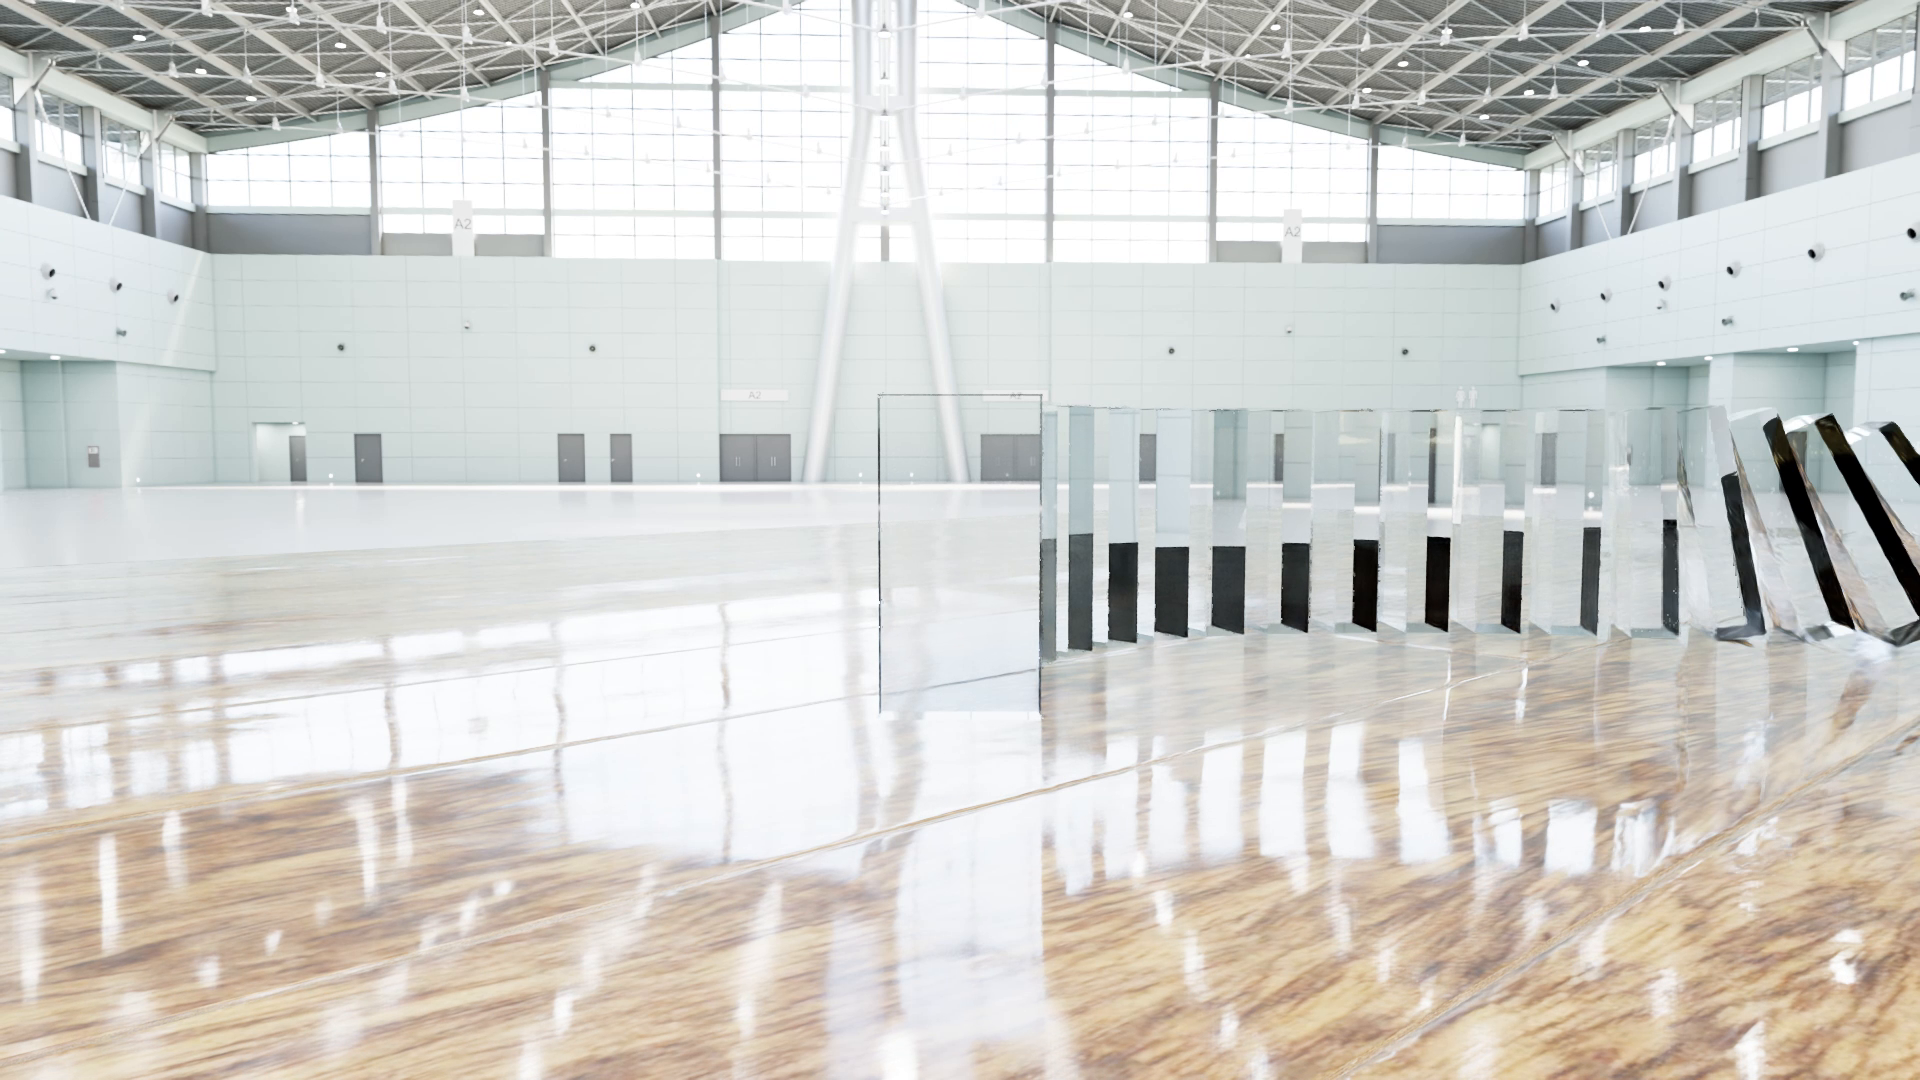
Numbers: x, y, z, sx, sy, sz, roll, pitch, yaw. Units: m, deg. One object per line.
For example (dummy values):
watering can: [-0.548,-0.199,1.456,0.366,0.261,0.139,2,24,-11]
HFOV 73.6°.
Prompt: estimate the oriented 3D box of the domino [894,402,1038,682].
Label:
domino: [0.001,0.000,0.235,0.025,0.050,0.009,1,4,8]

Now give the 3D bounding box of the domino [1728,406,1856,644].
domino: [0.180,-0.004,0.284,0.009,0.050,0.025,-19,-2,19]

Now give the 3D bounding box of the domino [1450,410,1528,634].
domino: [0.123,-0.005,0.298,0.009,0.050,0.025,1,4,8]

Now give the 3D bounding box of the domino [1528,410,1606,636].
domino: [0.139,-0.005,0.295,0.010,0.050,0.025,1,4,13]

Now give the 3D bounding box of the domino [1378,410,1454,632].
domino: [0.106,-0.005,0.300,0.009,0.050,0.025,0,4,2]

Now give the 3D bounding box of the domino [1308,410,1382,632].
domino: [0.089,-0.005,0.300,0.009,0.050,0.025,0,4,-3]

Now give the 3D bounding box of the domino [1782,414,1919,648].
domino: [0.194,-0.003,0.280,0.010,0.050,0.025,-27,-5,19]

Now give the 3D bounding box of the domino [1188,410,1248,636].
domino: [0.055,-0.005,0.295,0.009,0.050,0.025,-1,4,-17]

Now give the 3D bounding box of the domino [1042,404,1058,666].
domino: [0.006,-0.001,0.251,0.025,0.050,0.009,2,5,25]

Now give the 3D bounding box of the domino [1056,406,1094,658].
domino: [0.014,-0.002,0.265,0.025,0.050,0.009,3,5,37]

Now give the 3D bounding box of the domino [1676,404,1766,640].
domino: [0.168,-0.004,0.287,0.009,0.050,0.025,-10,1,19]

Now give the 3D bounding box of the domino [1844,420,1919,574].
domino: [0.208,-0.002,0.276,0.009,0.050,0.025,-33,-9,22]

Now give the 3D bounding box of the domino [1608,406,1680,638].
domino: [0.155,-0.004,0.291,0.010,0.050,0.025,-2,4,18]

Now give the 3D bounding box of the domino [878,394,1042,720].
domino: [0.000,0.002,0.201,0.025,0.050,0.010,0,4,0]

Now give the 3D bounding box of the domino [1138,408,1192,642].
domino: [0.040,-0.004,0.288,0.010,0.050,0.025,-3,5,-30]

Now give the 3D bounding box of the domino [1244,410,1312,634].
domino: [0.072,-0.005,0.298,0.010,0.050,0.025,-1,4,-8]

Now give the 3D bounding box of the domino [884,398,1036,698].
domino: [0.000,0.001,0.218,0.025,0.050,0.009,0,4,1]

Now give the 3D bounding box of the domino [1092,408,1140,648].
domino: [0.026,-0.003,0.278,0.010,0.050,0.025,-4,6,-42]

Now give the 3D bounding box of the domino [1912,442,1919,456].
domino: [0.222,-0.001,0.271,0.009,0.050,0.025,-39,-14,25]
